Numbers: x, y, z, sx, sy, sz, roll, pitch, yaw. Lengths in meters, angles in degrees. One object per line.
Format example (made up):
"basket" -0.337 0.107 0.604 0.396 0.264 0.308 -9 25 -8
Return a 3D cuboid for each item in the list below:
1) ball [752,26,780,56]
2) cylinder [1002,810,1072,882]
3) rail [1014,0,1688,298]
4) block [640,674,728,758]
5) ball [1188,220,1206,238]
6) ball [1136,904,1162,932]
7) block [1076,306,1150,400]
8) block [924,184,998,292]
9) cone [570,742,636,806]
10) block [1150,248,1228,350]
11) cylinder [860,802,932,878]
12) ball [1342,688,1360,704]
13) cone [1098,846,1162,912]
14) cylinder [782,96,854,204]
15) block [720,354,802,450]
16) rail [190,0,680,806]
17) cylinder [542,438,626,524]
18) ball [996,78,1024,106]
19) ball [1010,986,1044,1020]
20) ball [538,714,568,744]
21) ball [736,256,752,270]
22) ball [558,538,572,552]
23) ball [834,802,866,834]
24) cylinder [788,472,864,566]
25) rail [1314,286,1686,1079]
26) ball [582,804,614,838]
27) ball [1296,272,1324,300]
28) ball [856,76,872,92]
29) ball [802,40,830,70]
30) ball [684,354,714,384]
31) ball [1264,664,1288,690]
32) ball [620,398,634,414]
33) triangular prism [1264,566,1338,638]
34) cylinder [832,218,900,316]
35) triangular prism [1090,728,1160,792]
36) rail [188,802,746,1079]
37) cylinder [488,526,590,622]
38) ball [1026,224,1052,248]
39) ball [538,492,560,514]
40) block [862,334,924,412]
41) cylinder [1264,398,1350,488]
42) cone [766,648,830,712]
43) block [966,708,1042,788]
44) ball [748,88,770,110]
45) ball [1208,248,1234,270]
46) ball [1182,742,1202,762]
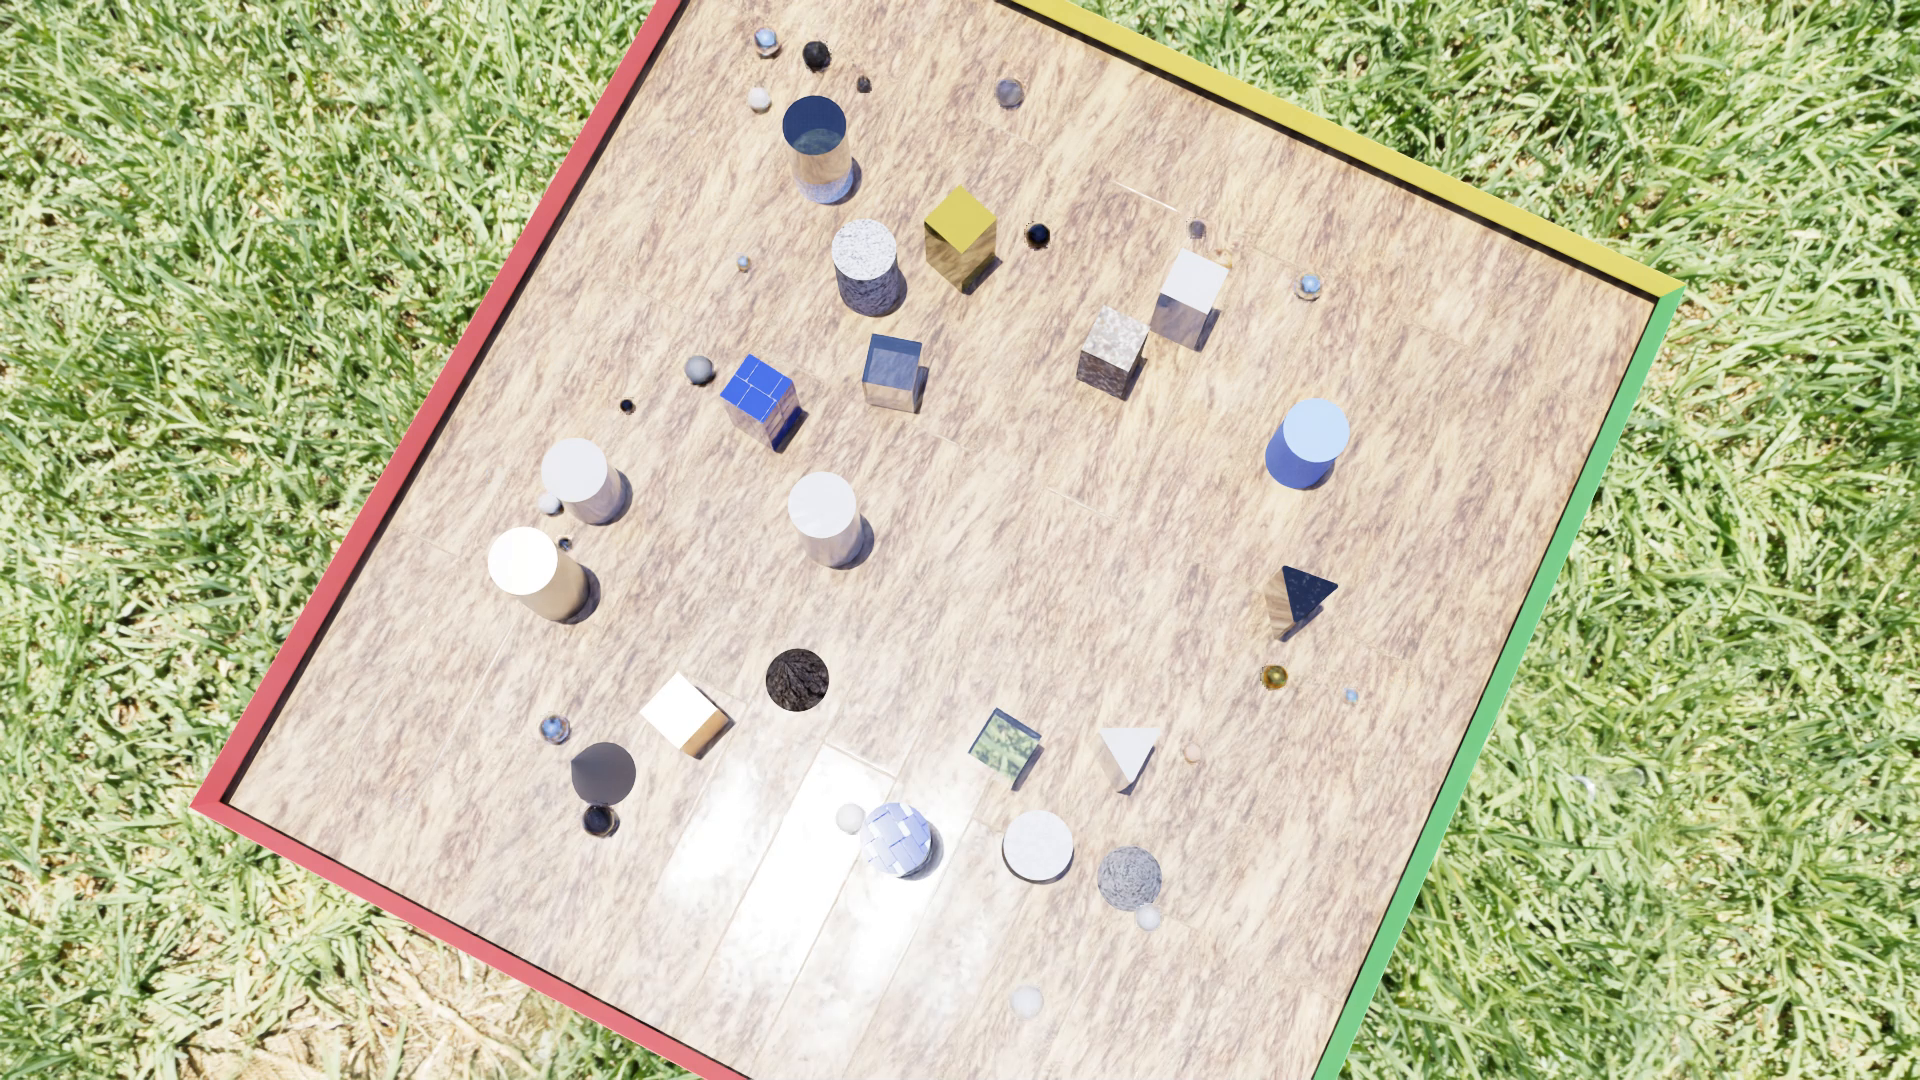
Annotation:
"ball" -0.624 -1.609 5.903 0.090 0.090 0.090 0 78 0
"cylinder" 0.218 0.883 5.268 0.193 0.326 0.193 0 78 0
"rail" 0.758 -1.478 5.857 3.298 0.126 0.045 26 80 5
"block" -0.801 0.515 5.358 0.155 0.298 0.155 42 81 8
"ball" 0.749 -0.985 5.791 0.057 0.057 0.057 0 78 0
"ball" 0.550 1.102 5.348 0.076 0.076 0.076 0 78 0
"block" 0.463 -0.569 5.583 0.155 0.297 0.155 26 79 5
"block" 0.002 -0.920 5.627 0.155 0.352 0.155 43 81 8
"cone" -1.063 0.651 5.238 0.193 0.478 0.193 0 78 0
"block" 0.694 -0.730 5.588 0.155 0.352 0.155 26 79 5
"cylinder" -0.177 0.856 5.203 0.193 0.462 0.193 0 78 0
"ball" 1.172 0.469 5.495 0.048 0.048 0.048 0 78 0
"cone" 0.501 0.970 5.267 0.193 0.292 0.193 0 78 0
"cylinder" -0.437 -1.205 5.675 0.193 0.375 0.193 0 78 0
"block" -0.597 -0.411 5.533 0.155 0.331 0.155 33 80 6
"rail" -1.454 -0.705 5.697 0.045 0.126 3.436 26 80 5
"cylinder" -1.126 -0.174 5.497 0.193 0.304 0.193 0 78 0
"ball" 0.159 -1.436 5.868 0.089 0.089 0.089 0 78 0
"ball" 0.194 1.335 5.291 0.097 0.097 0.097 0 78 0
"ball" -1.210 0.562 5.455 0.088 0.088 0.088 0 78 0
"ball" -0.683 -0.873 5.772 0.048 0.048 0.048 0 78 0
"ball" -1.208 0.014 5.592 0.043 0.043 0.043 0 78 0
"ball" -0.324 0.819 5.400 0.092 0.092 0.092 0 78 0
"cylinder" -0.391 -0.056 5.406 0.193 0.436 0.193 0 78 0
"rail" 1.454 0.718 5.403 0.045 0.126 3.436 26 80 5
"ball" -1.062 0.824 5.376 0.095 0.095 0.095 0 78 0
"ball" 1.094 -0.797 5.738 0.086 0.086 0.086 0 78 0
"ball" -0.311 -1.466 5.893 0.052 0.052 0.052 0 78 0
"ball" -0.463 -1.561 5.894 0.089 0.089 0.089 0 78 0
"ball" -0.809 -0.529 5.681 0.089 0.089 0.089 0 78 0
"ball" 0.946 0.410 5.494 0.074 0.074 0.074 0 78 0
"ball" -1.032 -0.416 5.680 0.044 0.044 0.044 0 78 0
"triangular prism" 0.973 0.162 5.412 0.167 0.335 0.145 -39 81 -7
"cylinder" -0.286 -0.833 5.623 0.193 0.326 0.193 0 78 0
"triangular prism" 0.490 0.602 5.272 0.145 0.431 0.167 -30 80 -6
"rail" -0.758 1.491 5.243 3.298 0.126 0.045 26 80 5
"cylinder" -1.224 0.105 5.357 0.193 0.466 0.193 0 78 0
"ball" 0.248 -0.958 5.775 0.079 0.079 0.079 0 78 0
"ball" -1.253 -0.114 5.588 0.071 0.071 0.071 0 78 0
"block" -0.203 -0.508 5.600 0.155 0.239 0.155 11 79 2
"cylinder" 1.039 -0.287 5.506 0.193 0.332 0.193 0 78 0
"cone" -0.490 0.381 5.326 0.193 0.414 0.193 0 78 0
"block" 0.127 0.609 5.334 0.155 0.308 0.155 32 80 6
"ball" -0.645 -1.413 5.872 0.073 0.073 0.073 0 78 0
"ball" 0.818 -0.876 5.757 0.079 0.079 0.079 0 78 0
"ball" 0.693 0.634 5.455 0.059 0.059 0.059 0 78 0
